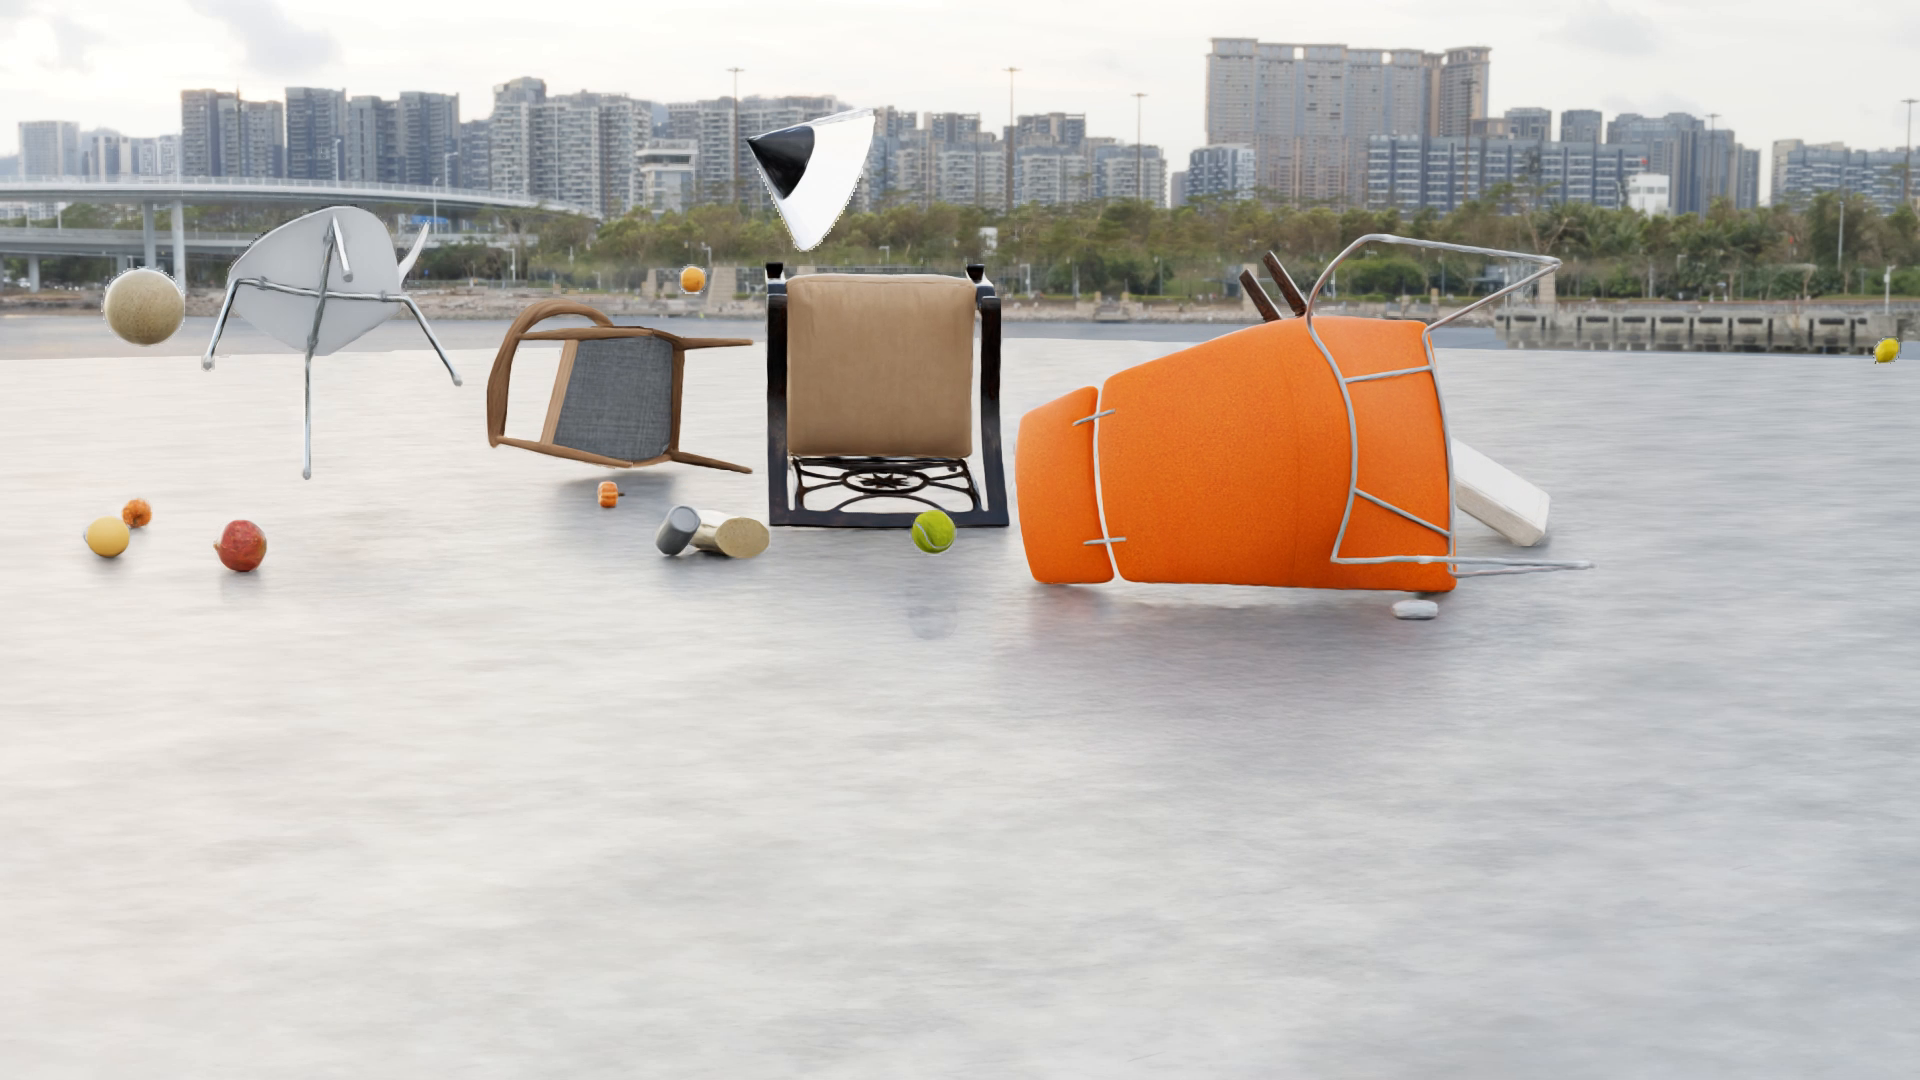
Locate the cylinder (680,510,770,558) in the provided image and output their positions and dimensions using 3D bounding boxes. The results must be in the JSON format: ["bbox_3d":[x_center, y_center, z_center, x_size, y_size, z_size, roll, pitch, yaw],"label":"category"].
[{"bbox_3d":[-0.560,-0.016,6.092,0.139,0.096,0.230,5,3,-28],"label":"cylinder"}]

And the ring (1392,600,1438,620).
[{"bbox_3d":[0.880,0.135,4.962,0.089,0.029,0.116,-1,5,8],"label":"ring"}]

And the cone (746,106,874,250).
[{"bbox_3d":[-0.337,-0.758,5.102,0.202,0.325,0.257,21,28,-23],"label":"cone"}]

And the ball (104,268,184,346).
[{"bbox_3d":[-2.215,-0.632,6.964,0.208,0.208,0.208,0,6,0],"label":"ball"}]

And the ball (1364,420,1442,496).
[{"bbox_3d":[1.322,-0.244,7.660,0.230,0.230,0.230,0,6,0],"label":"ball"}]

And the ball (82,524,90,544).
[{"bbox_3d":[-2.112,-0.013,6.262,0.057,0.057,0.057,0,6,0],"label":"ball"}]

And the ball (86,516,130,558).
[{"bbox_3d":[-1.997,-0.008,6.015,0.097,0.097,0.097,0,6,0],"label":"ball"}]
